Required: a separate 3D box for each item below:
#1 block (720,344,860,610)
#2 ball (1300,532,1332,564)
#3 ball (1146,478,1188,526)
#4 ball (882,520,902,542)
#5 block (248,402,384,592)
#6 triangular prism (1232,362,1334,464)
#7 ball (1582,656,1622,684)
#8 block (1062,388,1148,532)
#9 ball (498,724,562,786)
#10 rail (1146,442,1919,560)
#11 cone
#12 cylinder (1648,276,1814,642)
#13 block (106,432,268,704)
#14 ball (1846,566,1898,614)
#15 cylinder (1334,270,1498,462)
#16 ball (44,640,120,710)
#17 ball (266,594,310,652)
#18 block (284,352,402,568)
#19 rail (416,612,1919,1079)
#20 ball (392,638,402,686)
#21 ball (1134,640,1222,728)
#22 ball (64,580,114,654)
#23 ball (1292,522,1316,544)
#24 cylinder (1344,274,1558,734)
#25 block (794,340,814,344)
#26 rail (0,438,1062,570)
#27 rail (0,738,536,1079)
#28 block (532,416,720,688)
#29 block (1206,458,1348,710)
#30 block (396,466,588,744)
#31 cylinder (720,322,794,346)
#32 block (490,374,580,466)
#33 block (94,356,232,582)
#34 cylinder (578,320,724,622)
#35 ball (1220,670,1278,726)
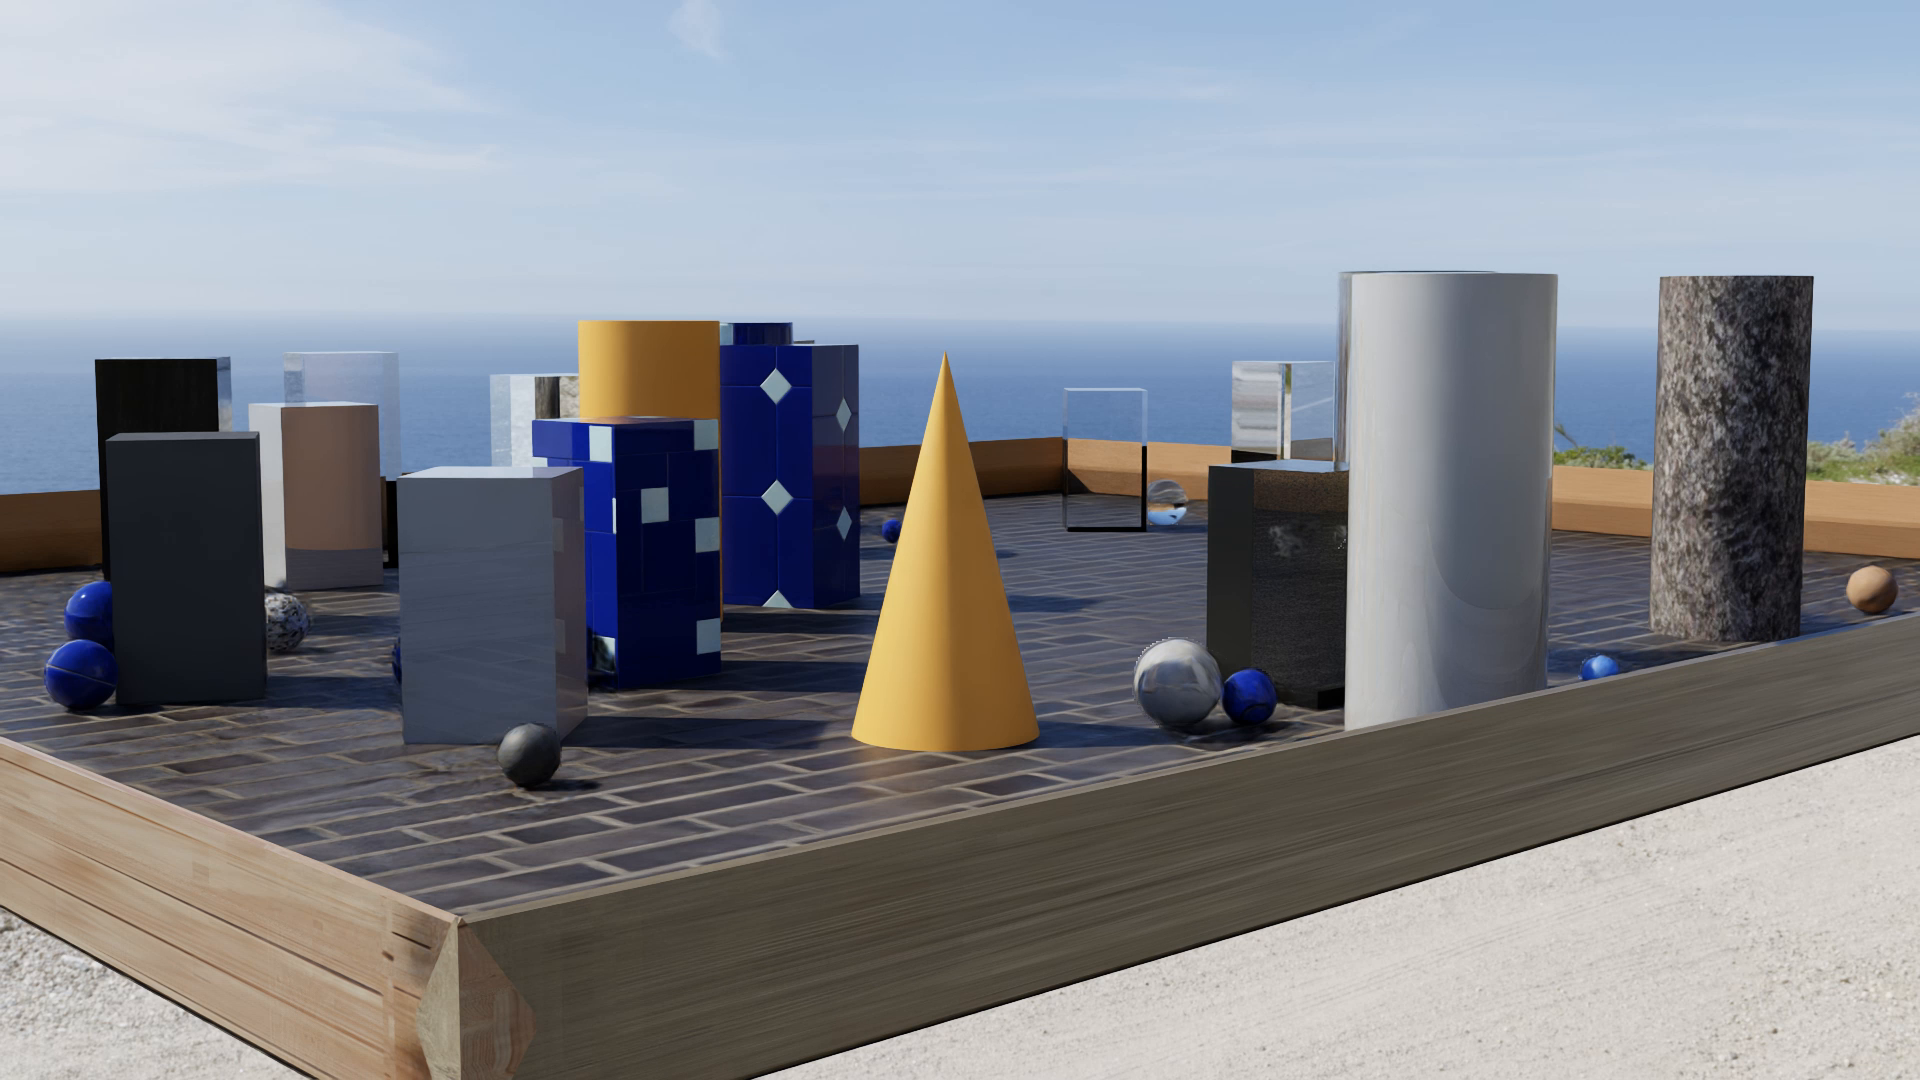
[{"bbox_3d":[-0.261,-0.102,3.378,0.160,0.393,0.160,3,6,23],"label":"block"},{"bbox_3d":[0.631,0.013,3.900,0.055,0.055,0.055,0,6,0],"label":"ball"},{"bbox_3d":[0.424,-0.078,4.567,0.098,0.098,0.098,0,6,0],"label":"ball"},{"bbox_3d":[-0.129,-0.017,4.241,0.045,0.045,0.045,0,6,0],"label":"ball"},{"bbox_3d":[-1.056,-0.076,3.603,0.160,0.293,0.160,-4,7,-35],"label":"block"},{"bbox_3d":[0.539,-0.130,3.817,0.150,0.358,0.173,4,7,35],"label":"triangular prism"},{"bbox_3d":[0.746,0.158,2.560,0.045,0.045,0.045,0,6,0],"label":"ball"},{"bbox_3d":[0.296,-0.167,4.516,0.160,0.286,0.160,0,6,-1],"label":"block"},{"bbox_3d":[-0.405,0.202,2.071,0.058,0.058,0.058,0,6,0],"label":"ball"},{"bbox_3d":[1.219,-0.083,4.451,0.045,0.130,2.880,-5,8,-42],"label":"rail"},{"bbox_3d":[-0.015,0.003,2.310,0.200,0.405,0.200,0,6,0],"label":"cone"},{"bbox_3d":[1.066,-0.117,3.046,0.200,0.492,0.200,0,6,0],"label":"cylinder"},{"bbox_3d":[-0.903,0.028,2.580,0.160,0.300,0.160,-2,6,-16],"label":"block"},{"bbox_3d":[1.347,0.074,3.248,0.070,0.070,0.070,0,6,0],"label":"ball"},{"bbox_3d":[0.578,-0.093,2.807,0.200,0.494,0.200,0,6,0],"label":"cylinder"},{"bbox_3d":[-0.984,0.151,2.464,0.079,0.079,0.079,0,6,0],"label":"ball"},{"bbox_3d":[-0.893,0.108,2.888,0.075,0.075,0.075,0,6,0],"label":"ball"},{"bbox_3d":[-1.078,-0.141,3.844,0.160,0.373,0.160,-3,7,-29],"label":"block"},{"bbox_3d":[0.960,0.141,2.296,3.365,0.130,0.045,-5,8,-42],"label":"rail"},{"bbox_3d":[-0.610,0.139,2.535,0.087,0.087,0.087,0,6,0],"label":"ball"},{"bbox_3d":[0.234,0.154,2.359,0.094,0.094,0.094,0,6,0],"label":"ball"},{"bbox_3d":[-1.113,0.101,2.857,0.096,0.096,0.096,0,6,0],"label":"ball"},{"bbox_3d":[0.655,-0.012,4.179,0.047,0.047,0.047,0,6,0],"label":"ball"},{"bbox_3d":[0.490,-0.024,2.206,0.200,0.480,0.200,0,6,0],"label":"cylinder"},{"bbox_3d":[-0.408,-0.214,4.494,0.160,0.385,0.160,4,7,35],"label":"block"},{"bbox_3d":[-0.960,-0.074,4.367,3.365,0.130,0.045,-5,8,-42],"label":"rail"},{"bbox_3d":[-1.219,0.150,2.213,0.045,0.130,2.880,-5,8,-42],"label":"rail"},{"bbox_3d":[-0.409,0.009,2.698,0.160,0.313,0.160,5,8,42],"label":"block"},{"bbox_3d":[0.401,0.046,2.565,0.160,0.266,0.160,6,8,45],"label":"block"},{"bbox_3d":[-0.493,0.065,2.335,0.160,0.276,0.160,0,6,2],"label":"block"},{"bbox_3d":[-0.406,-0.189,4.058,0.200,0.424,0.200,0,6,0],"label":"cylinder"},{"bbox_3d":[-0.719,-0.126,3.897,0.160,0.333,0.160,-5,8,-40],"label":"block"},{"bbox_3d":[-1.126,-0.070,3.133,0.160,0.379,0.160,-1,6,-12],"label":"block"},{"bbox_3d":[-0.442,-0.097,3.147,0.200,0.431,0.200,0,6,0],"label":"cylinder"},{"bbox_3d":[0.311,0.170,2.368,0.061,0.061,0.061,0,6,0],"label":"ball"}]
